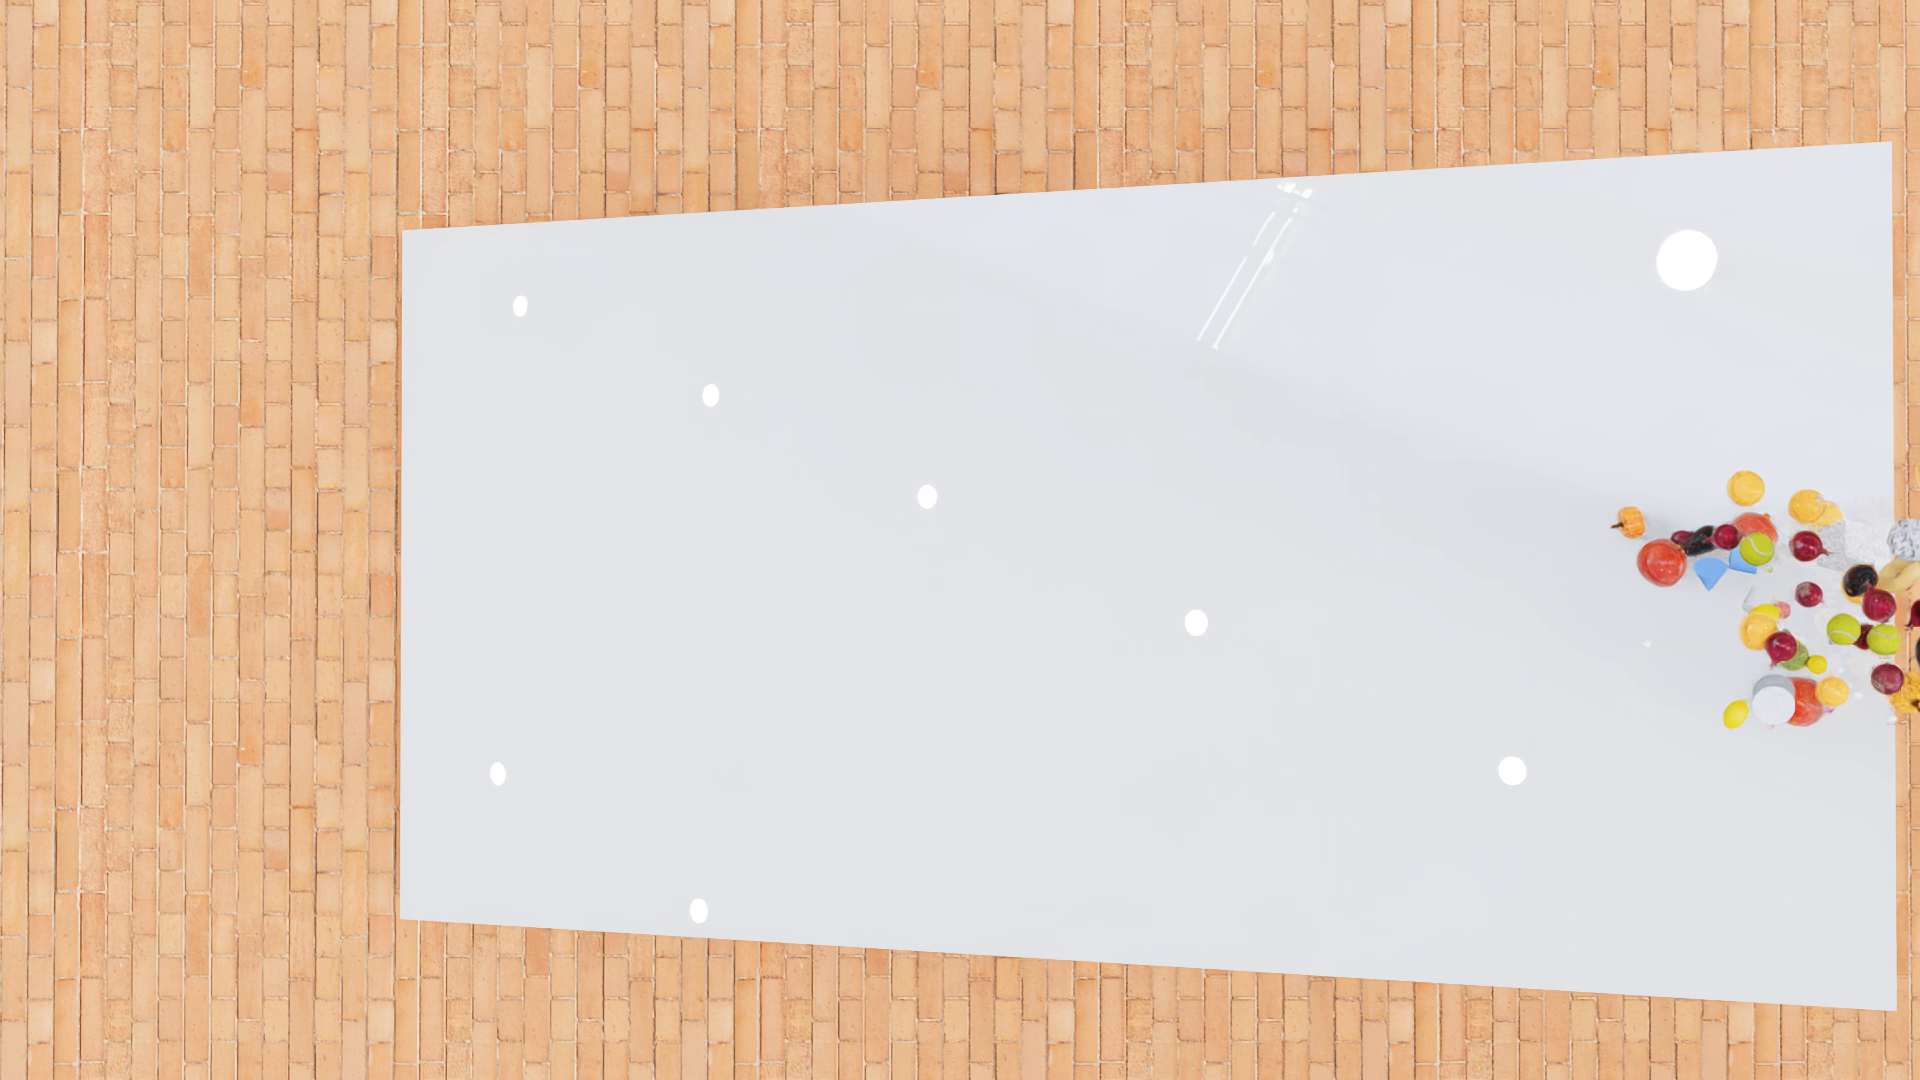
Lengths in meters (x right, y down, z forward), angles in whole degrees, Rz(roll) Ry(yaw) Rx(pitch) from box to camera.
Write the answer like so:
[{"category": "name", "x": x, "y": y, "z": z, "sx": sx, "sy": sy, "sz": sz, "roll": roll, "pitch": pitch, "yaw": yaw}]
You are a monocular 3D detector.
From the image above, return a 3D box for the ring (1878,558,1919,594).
[{"category": "ring", "x": 1.990, "y": 0.074, "z": 4.664, "sx": 0.095, "sy": 0.095, "sz": 0.032, "roll": -46, "pitch": 104, "yaw": -1}]

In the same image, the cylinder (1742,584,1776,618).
[{"category": "cylinder", "x": 1.749, "y": 0.134, "z": 4.817, "sx": 0.053, "sy": 0.053, "sz": 0.053, "roll": 32, "pitch": 80, "yaw": 0}]

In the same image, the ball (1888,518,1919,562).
[{"category": "ball", "x": 1.819, "y": 0.000, "z": 4.205, "sx": 0.084, "sy": 0.084, "sz": 0.084, "roll": 0, "pitch": 89, "yaw": 0}]

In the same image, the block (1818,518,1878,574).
[{"category": "block", "x": 1.836, "y": 0.014, "z": 4.550, "sx": 0.081, "sy": 0.081, "sz": 0.081, "roll": 15, "pitch": 71, "yaw": -16}]

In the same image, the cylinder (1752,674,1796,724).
[{"category": "cylinder", "x": 1.735, "y": 0.339, "z": 4.686, "sx": 0.085, "sy": 0.085, "sz": 0.085, "roll": 6, "pitch": 107, "yaw": 20}]

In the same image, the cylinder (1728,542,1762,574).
[{"category": "cylinder", "x": 1.750, "y": 0.041, "z": 4.904, "sx": 0.060, "sy": 0.060, "sz": 0.060, "roll": 11, "pitch": 89, "yaw": 18}]

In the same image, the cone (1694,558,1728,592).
[{"category": "cone", "x": 1.658, "y": 0.088, "z": 4.865, "sx": 0.071, "sy": 0.071, "sz": 0.071, "roll": -12, "pitch": 127, "yaw": 0}]

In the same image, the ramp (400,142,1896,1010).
[{"category": "ramp", "x": 0.279, "y": 0.090, "z": 5.770, "sx": 4.000, "sy": 0.100, "sz": 2.000, "roll": 0, "pitch": 89, "yaw": 19}]
